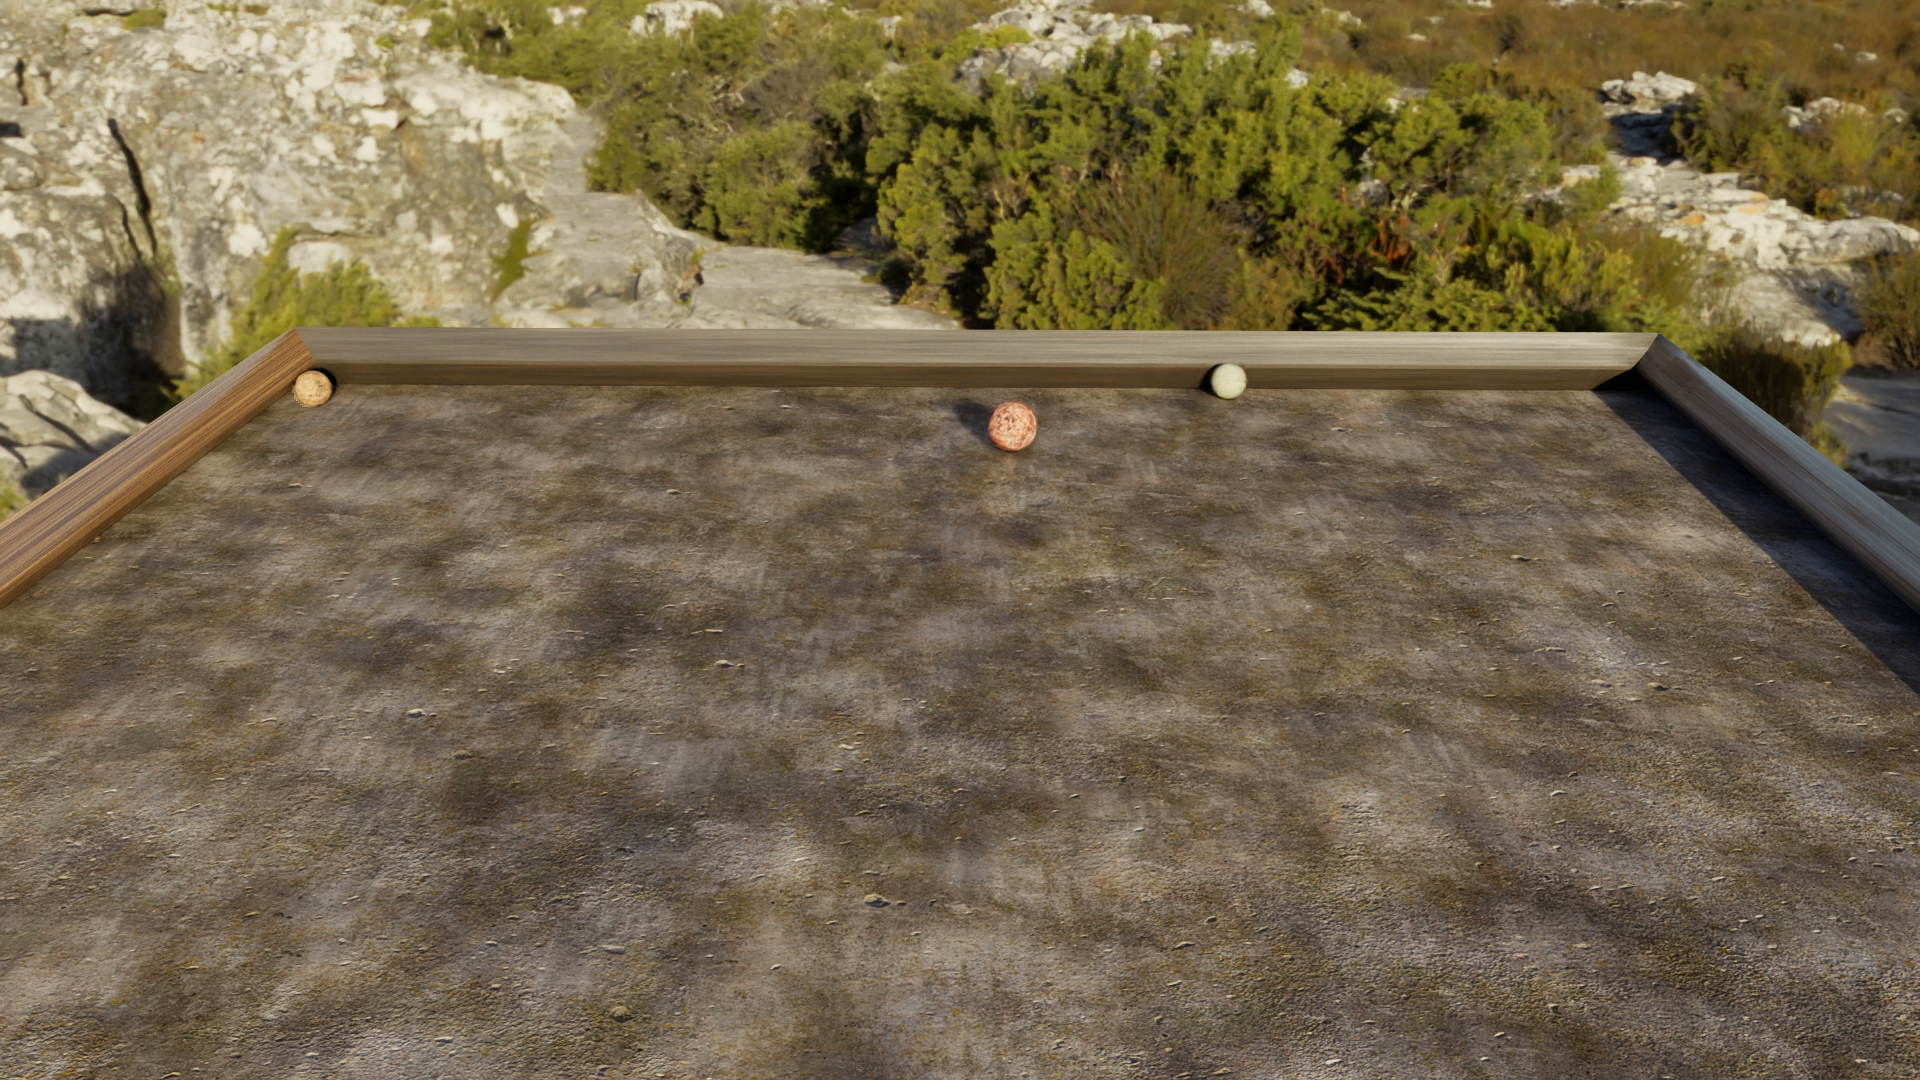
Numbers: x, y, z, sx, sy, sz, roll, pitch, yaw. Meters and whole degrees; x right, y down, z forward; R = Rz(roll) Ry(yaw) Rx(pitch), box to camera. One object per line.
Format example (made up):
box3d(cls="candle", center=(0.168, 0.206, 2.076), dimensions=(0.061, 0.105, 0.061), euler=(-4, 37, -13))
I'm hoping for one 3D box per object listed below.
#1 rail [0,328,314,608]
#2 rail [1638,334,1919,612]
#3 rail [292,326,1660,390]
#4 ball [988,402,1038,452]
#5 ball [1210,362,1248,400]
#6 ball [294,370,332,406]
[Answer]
box3d(cls="rail", center=(-1.111, 0.261, 1.827), dimensions=(0.045, 0.095, 3.766), euler=(0, 17, 1))
box3d(cls="rail", center=(1.072, 0.275, 1.783), dimensions=(0.045, 0.095, 3.766), euler=(0, 17, 1))
box3d(cls="rail", center=(0.019, -0.290, 3.578), dimensions=(2.231, 0.095, 0.045), euler=(0, 17, 1))
box3d(cls="ball", center=(0.076, -0.166, 3.222), dimensions=(0.073, 0.073, 0.073), euler=(0, 17, 0))
box3d(cls="ball", center=(0.432, -0.255, 3.530), dimensions=(0.058, 0.058, 0.058), euler=(0, 17, 0))
box3d(cls="ball", center=(-1.025, -0.240, 3.484), dimensions=(0.057, 0.057, 0.057), euler=(0, 17, 0))
